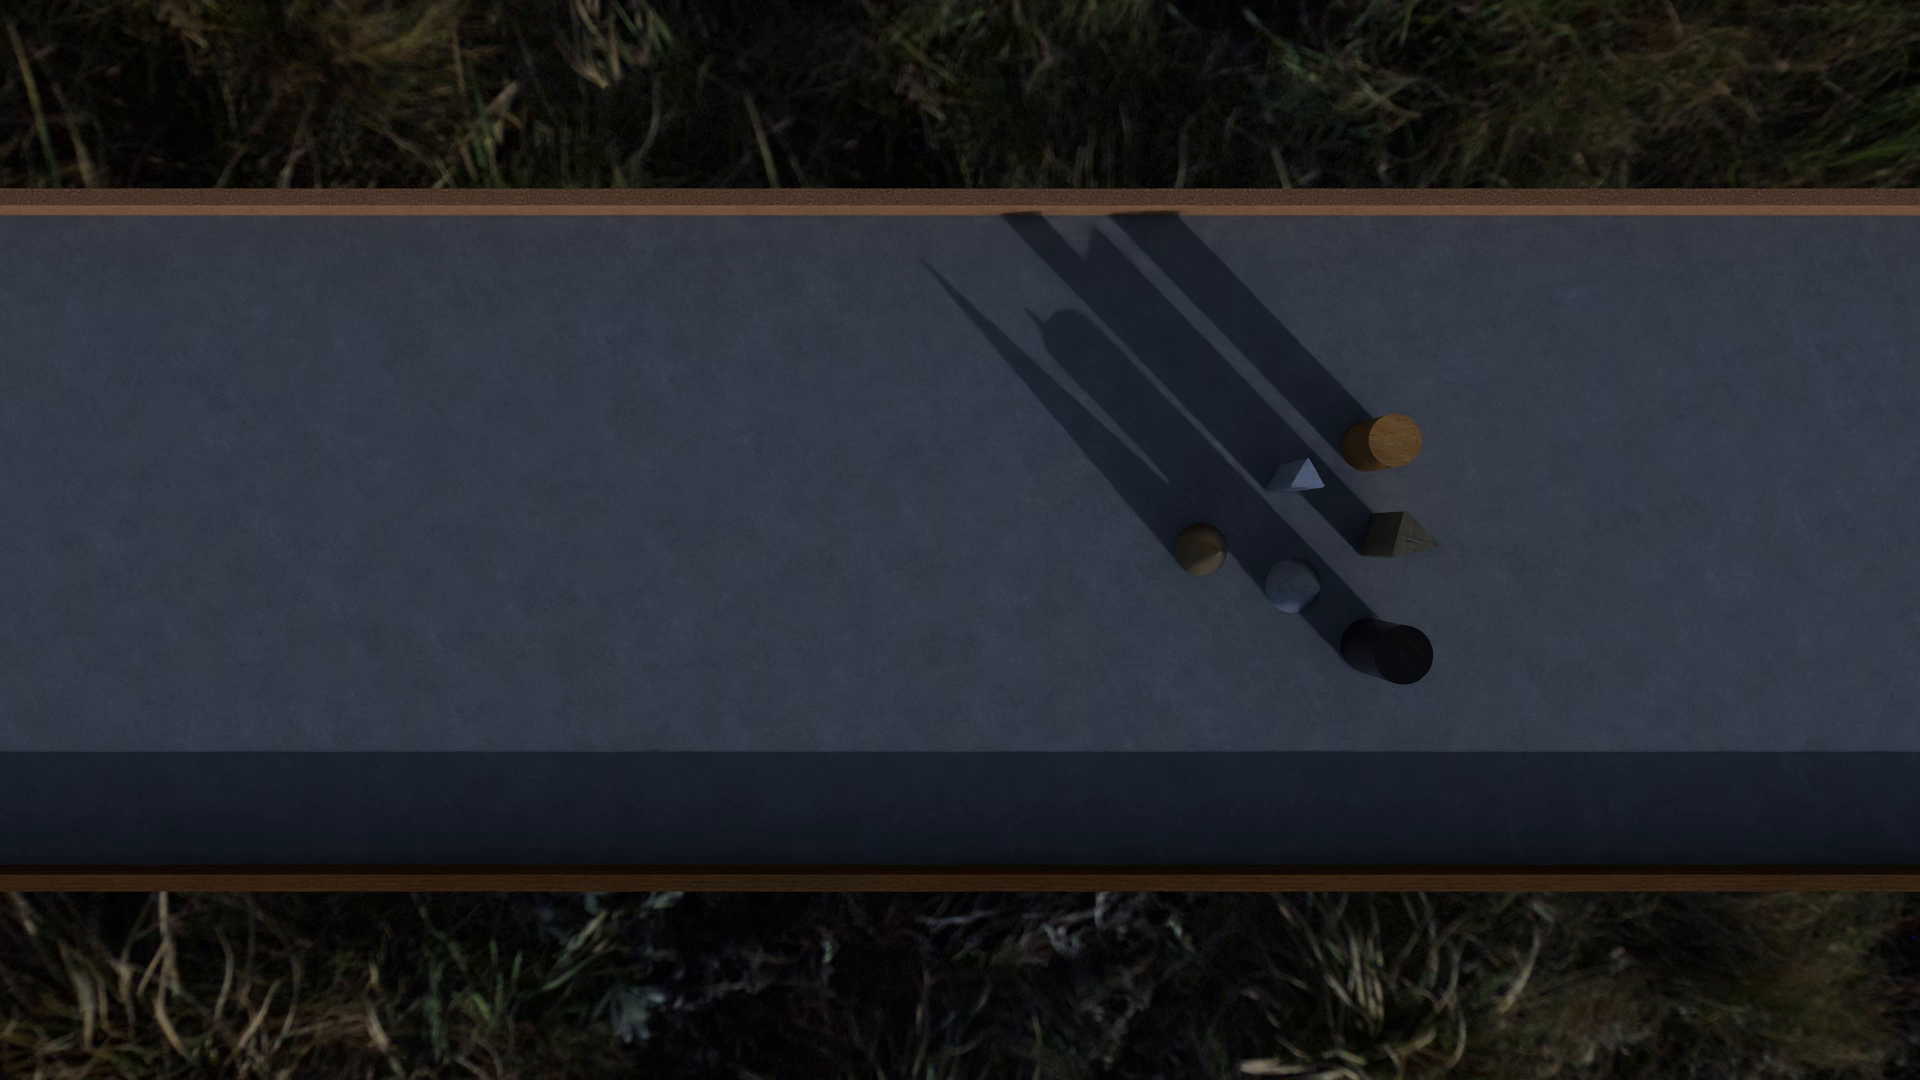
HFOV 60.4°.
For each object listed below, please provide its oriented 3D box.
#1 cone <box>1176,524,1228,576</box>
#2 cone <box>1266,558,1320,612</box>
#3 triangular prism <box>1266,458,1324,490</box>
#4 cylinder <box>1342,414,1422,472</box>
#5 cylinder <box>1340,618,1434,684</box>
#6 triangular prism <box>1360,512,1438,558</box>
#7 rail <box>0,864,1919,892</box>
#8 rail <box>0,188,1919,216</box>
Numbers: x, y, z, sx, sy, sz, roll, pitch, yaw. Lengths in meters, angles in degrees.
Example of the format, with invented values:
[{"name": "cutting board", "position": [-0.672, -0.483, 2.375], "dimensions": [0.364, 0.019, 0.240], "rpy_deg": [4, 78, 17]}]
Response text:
[{"name": "cone", "position": [0.743, 0.030, 4.877], "dimensions": [0.162, 0.400, 0.162], "rpy_deg": [0, 90, 0]}, {"name": "cone", "position": [1.025, 0.140, 4.882], "dimensions": [0.169, 0.388, 0.169], "rpy_deg": [0, 90, 0]}, {"name": "triangular prism", "position": [0.988, -0.192, 4.880], "dimensions": [0.093, 0.392, 0.080], "rpy_deg": [1, 90, 0]}, {"name": "cylinder", "position": [1.251, -0.287, 4.907], "dimensions": [0.153, 0.339, 0.153], "rpy_deg": [0, 90, 0]}, {"name": "cylinder", "position": [1.256, 0.325, 4.873], "dimensions": [0.168, 0.407, 0.168], "rpy_deg": [0, 90, 0]}, {"name": "triangular prism", "position": [1.283, -0.025, 4.888], "dimensions": [0.136, 0.378, 0.118], "rpy_deg": [-14, 90, 0]}, {"name": "rail", "position": [-2.247, 1.025, 5.001], "dimensions": [12.000, 0.150, 0.050], "rpy_deg": [0, 90, 0]}, {"name": "rail", "position": [-2.247, -1.025, 5.002], "dimensions": [12.000, 0.150, 0.050], "rpy_deg": [0, 90, 0]}]
